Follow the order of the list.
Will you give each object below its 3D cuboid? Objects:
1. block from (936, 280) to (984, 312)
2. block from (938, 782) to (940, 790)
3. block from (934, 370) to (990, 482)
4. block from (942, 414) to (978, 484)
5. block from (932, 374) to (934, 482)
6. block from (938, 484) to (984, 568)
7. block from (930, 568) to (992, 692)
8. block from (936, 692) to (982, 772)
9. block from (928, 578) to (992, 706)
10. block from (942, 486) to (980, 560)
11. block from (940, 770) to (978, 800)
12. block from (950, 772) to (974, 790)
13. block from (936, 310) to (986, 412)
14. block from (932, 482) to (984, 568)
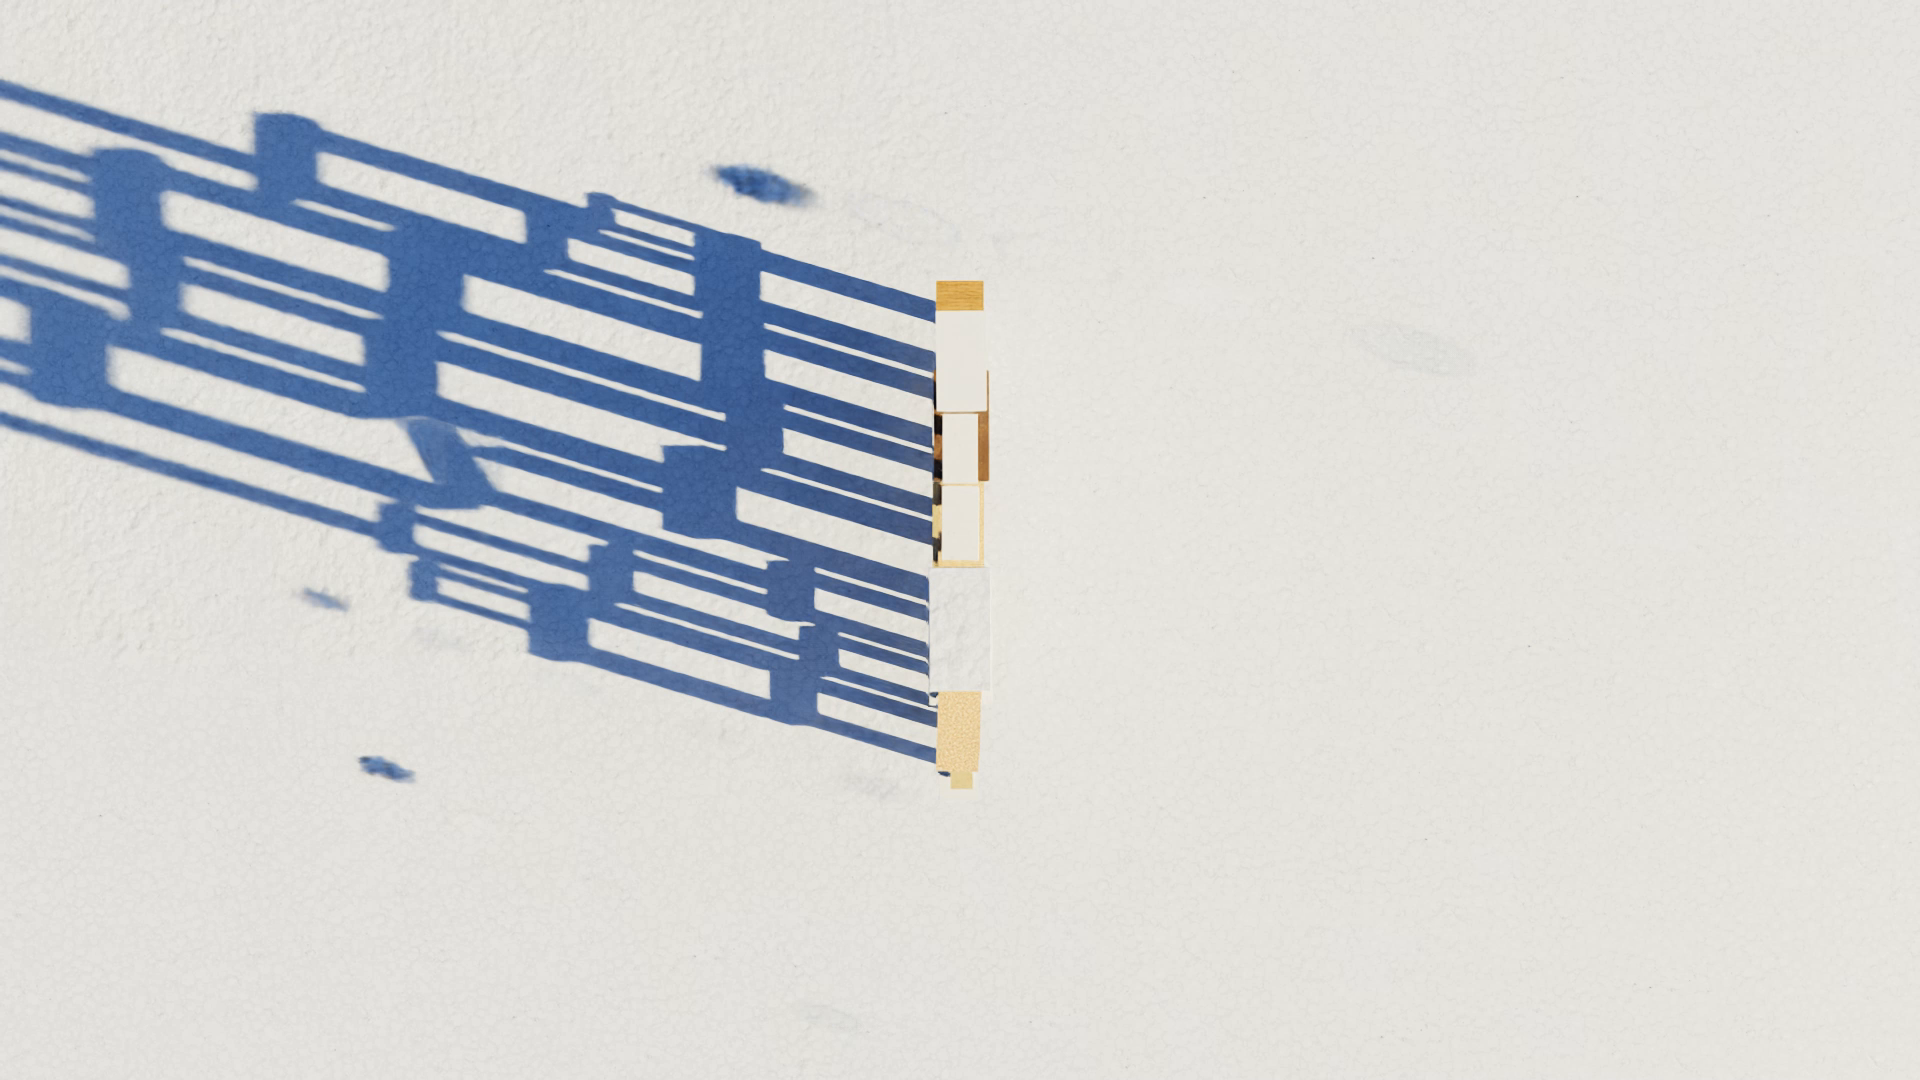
[{"bbox_3d":[0.000,-0.604,4.720,0.135,0.038,0.270,0,90,0],"label":"block"},{"bbox_3d":[-0.005,0.752,5.172,0.119,0.238,0.034,1,90,0],"label":"block"},{"bbox_3d":[0.004,-0.313,4.535,0.152,0.043,0.304,0,90,0],"label":"block"},{"bbox_3d":[0.000,-0.239,4.319,0.091,0.026,0.182,0,90,0],"label":"block"},{"bbox_3d":[-0.004,-0.332,4.883,0.157,0.044,0.314,0,90,0],"label":"block"},{"bbox_3d":[0.002,-0.032,4.568,0.124,0.035,0.247,0,90,0],"label":"block"},{"bbox_3d":[0.000,0.222,4.116,0.153,0.043,0.307,0,91,0],"label":"block"},{"bbox_3d":[-0.003,0.480,4.212,0.109,0.031,0.218,2,88,0],"label":"block"},{"bbox_3d":[0.002,0.275,4.470,0.171,0.048,0.341,0,91,0],"label":"block"},{"bbox_3d":[0.001,-0.044,4.342,0.097,0.028,0.194,0,90,0],"label":"block"},{"bbox_3d":[-0.004,0.672,5.037,0.119,0.034,0.238,0,90,0],"label":"block"},{"bbox_3d":[0.005,0.669,4.878,0.066,0.019,0.132,0,90,0],"label":"block"},{"bbox_3d":[0.003,-0.459,4.240,0.128,0.036,0.256,-1,90,0],"label":"block"},{"bbox_3d":[-0.004,-0.020,4.854,0.151,0.043,0.302,0,90,0],"label":"block"}]
